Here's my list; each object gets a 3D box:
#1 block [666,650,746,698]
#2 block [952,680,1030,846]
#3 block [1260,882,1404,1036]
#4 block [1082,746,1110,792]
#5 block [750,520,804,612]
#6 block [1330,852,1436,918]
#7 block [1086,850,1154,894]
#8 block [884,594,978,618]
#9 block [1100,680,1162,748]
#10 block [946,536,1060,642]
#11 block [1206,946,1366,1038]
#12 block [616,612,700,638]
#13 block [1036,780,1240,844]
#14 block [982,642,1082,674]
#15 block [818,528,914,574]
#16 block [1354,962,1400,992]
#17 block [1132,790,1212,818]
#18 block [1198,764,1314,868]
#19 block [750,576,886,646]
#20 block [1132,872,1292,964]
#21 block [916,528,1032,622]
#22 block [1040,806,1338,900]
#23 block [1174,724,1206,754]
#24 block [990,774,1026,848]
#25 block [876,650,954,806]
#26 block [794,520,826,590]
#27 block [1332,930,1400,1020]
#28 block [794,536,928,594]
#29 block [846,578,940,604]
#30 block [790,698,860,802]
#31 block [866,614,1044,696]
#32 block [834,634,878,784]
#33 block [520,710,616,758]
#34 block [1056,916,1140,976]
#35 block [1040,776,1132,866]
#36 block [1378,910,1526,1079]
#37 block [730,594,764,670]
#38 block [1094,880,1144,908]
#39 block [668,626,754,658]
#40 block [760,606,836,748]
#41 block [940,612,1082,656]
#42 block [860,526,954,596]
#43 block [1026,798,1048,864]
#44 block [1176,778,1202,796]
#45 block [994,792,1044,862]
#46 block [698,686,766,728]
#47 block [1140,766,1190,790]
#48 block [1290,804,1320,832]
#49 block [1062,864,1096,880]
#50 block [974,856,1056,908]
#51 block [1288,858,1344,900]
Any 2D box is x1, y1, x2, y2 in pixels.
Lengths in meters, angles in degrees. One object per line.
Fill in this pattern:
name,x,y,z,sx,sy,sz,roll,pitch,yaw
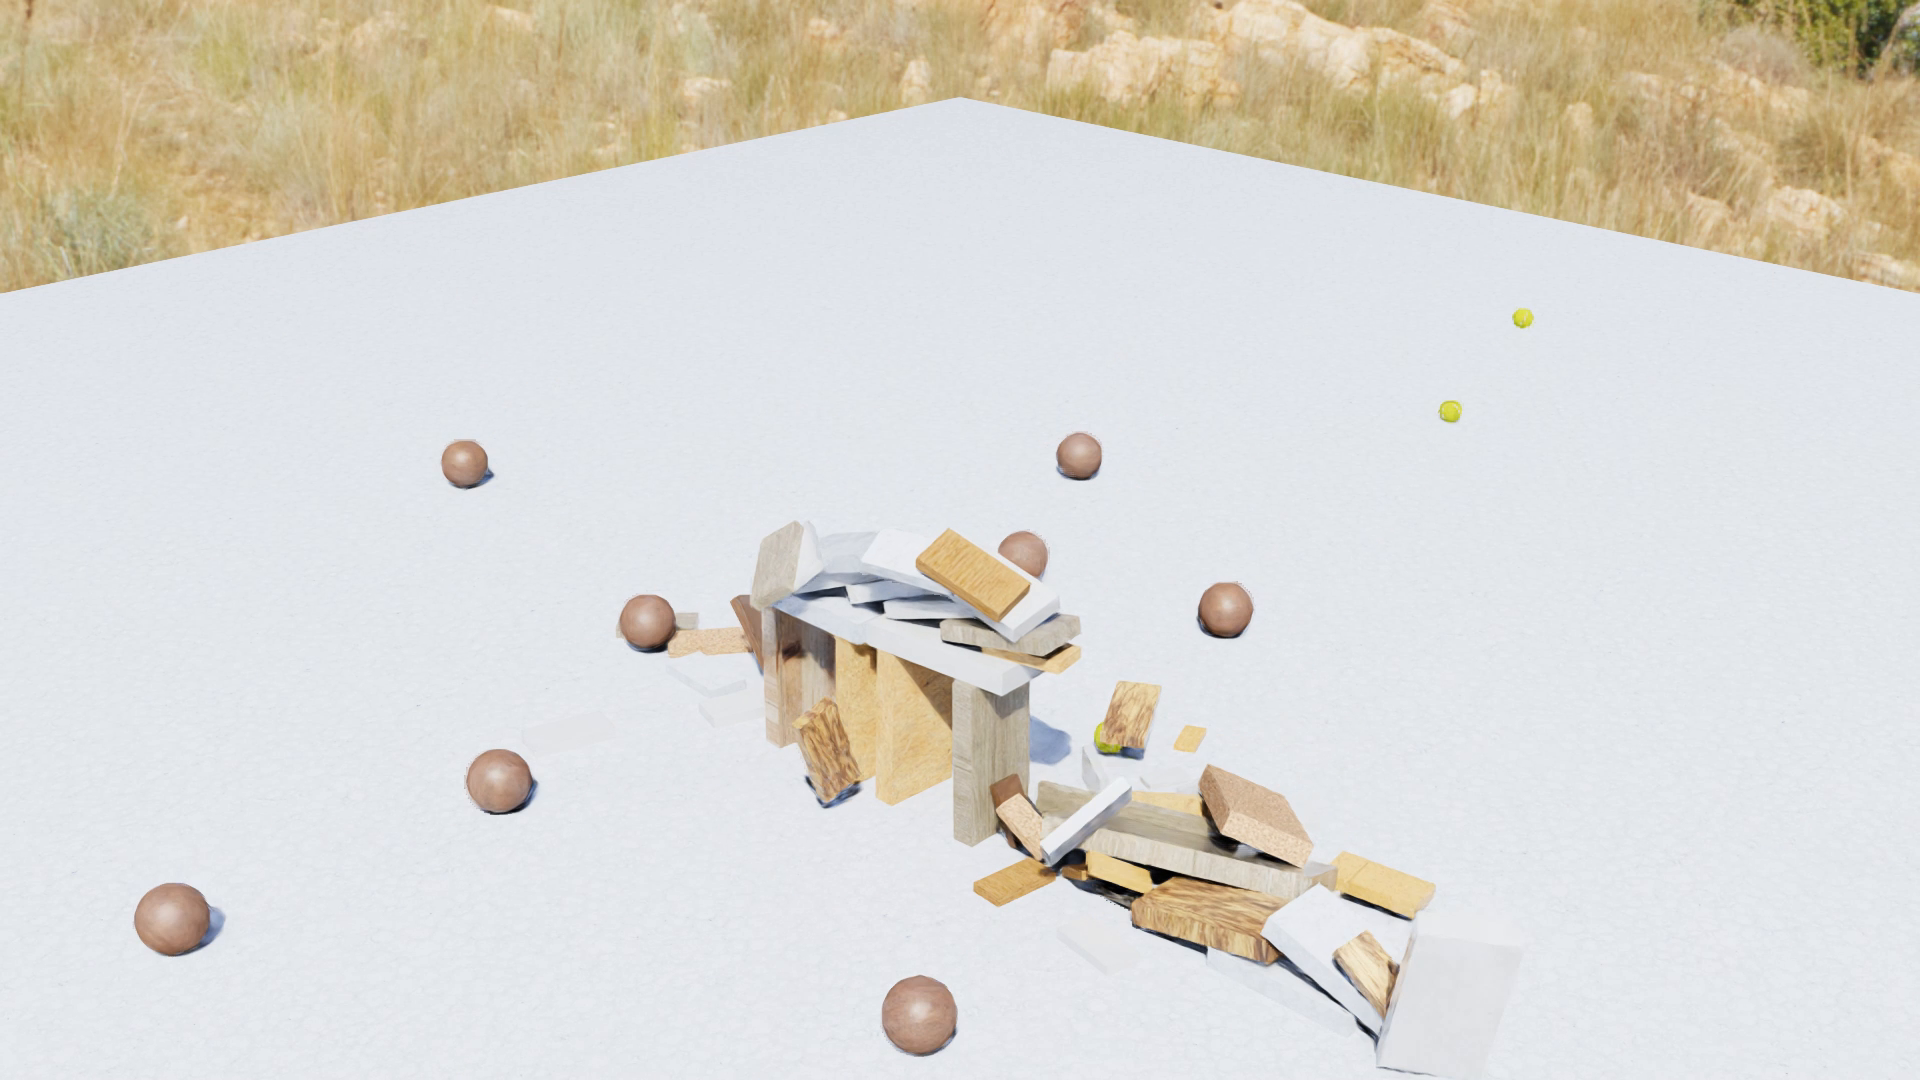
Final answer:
block,-0.579,0.308,5.000,0.093,0.026,0.186,-18,29,-36
block,0.062,0.415,4.340,0.049,0.346,0.173,19,29,38
block,0.687,0.736,3.809,0.307,0.043,0.153,39,41,28
block,0.277,0.488,4.517,0.021,0.073,0.146,-4,23,-10
block,-0.370,0.051,4.443,0.094,0.027,0.189,-29,35,28
block,0.787,0.647,4.138,0.190,0.027,0.095,18,27,30
block,0.297,0.620,4.101,0.125,0.018,0.063,21,20,-12
block,-0.017,0.117,4.337,0.247,0.035,0.123,-3,16,41
block,0.363,0.369,4.672,0.095,0.027,0.190,7,34,13
block,0.062,0.091,4.204,0.123,0.035,0.247,-35,50,-27
block,0.606,0.768,3.896,0.153,0.043,0.307,-21,31,-41
block,-0.721,0.203,5.250,0.186,0.026,0.093,0,23,1
block,0.348,0.559,4.334,0.417,0.085,0.024,10,25,23
block,0.138,0.211,4.222,0.171,0.024,0.085,14,27,29
block,-0.221,0.024,4.463,0.134,0.038,0.268,-28,16,-38
block,0.750,0.756,3.751,0.150,0.021,0.075,17,35,0
block,0.424,0.547,4.357,0.171,0.085,0.024,3,14,6
block,0.562,0.524,4.207,0.168,0.048,0.337,23,8,-5
block,-0.262,0.121,4.560,0.334,0.047,0.167,21,31,41
block,0.480,0.683,3.994,0.307,0.043,0.153,8,22,44
block,0.025,0.066,4.157,0.199,0.028,0.099,34,56,19
block,0.432,0.593,4.169,0.538,0.048,0.168,10,3,26
block,0.496,0.428,4.734,0.048,0.014,0.095,8,24,19
block,0.107,0.534,4.341,0.065,0.130,0.018,-22,5,-41
block,-0.090,0.354,4.481,0.173,0.346,0.049,-21,33,-40
block,-0.321,0.031,4.454,0.080,0.023,0.159,-39,31,12
block,0.706,0.738,3.713,0.075,0.021,0.150,-26,64,-27
block,-0.204,0.051,4.499,0.268,0.038,0.134,-10,15,32
block,-0.084,0.076,4.410,0.268,0.038,0.134,-8,13,40
block,-0.266,0.418,4.384,0.094,0.200,0.027,-38,40,-27
block,0.003,0.204,4.330,0.346,0.049,0.173,18,29,36
block,-0.177,0.326,4.566,0.167,0.334,0.047,-21,30,-40
block,-0.844,0.418,4.742,0.182,0.026,0.091,-13,26,-28
block,0.250,0.736,3.998,0.075,0.021,0.150,-15,27,-32
block,0.236,0.526,4.112,0.199,0.099,0.028,-38,71,-9
block,0.793,0.742,3.562,0.168,0.337,0.048,8,40,4
block,-0.448,0.213,4.991,0.027,0.189,0.095,-33,-14,22
block,0.320,0.665,4.150,0.063,0.018,0.125,-19,22,-37
block,-0.511,0.234,5.176,0.350,0.026,0.091,-4,23,-9
block,-0.340,0.264,4.710,0.167,0.334,0.047,-19,30,-38
block,0.096,0.169,4.227,0.247,0.035,0.123,7,23,39
block,-0.081,0.040,4.232,0.199,0.028,0.099,15,50,24
block,0.147,0.570,4.303,0.065,0.018,0.131,-22,66,-41
block,0.480,0.515,4.486,0.095,0.048,0.014,-16,28,-33
block,0.134,0.558,4.277,0.131,0.018,0.065,48,43,15
block,-0.477,0.367,4.863,0.182,0.026,0.091,-12,26,-26
block,0.426,0.496,4.574,0.095,0.014,0.048,-10,25,-22
block,0.645,0.558,4.420,0.146,0.021,0.073,0,23,0
block,0.243,0.630,4.184,0.063,0.018,0.125,-7,-3,-15
block,0.104,0.652,4.197,0.146,0.021,0.073,-18,29,-36
block,0.673,0.664,4.161,0.095,0.027,0.190,8,24,18
